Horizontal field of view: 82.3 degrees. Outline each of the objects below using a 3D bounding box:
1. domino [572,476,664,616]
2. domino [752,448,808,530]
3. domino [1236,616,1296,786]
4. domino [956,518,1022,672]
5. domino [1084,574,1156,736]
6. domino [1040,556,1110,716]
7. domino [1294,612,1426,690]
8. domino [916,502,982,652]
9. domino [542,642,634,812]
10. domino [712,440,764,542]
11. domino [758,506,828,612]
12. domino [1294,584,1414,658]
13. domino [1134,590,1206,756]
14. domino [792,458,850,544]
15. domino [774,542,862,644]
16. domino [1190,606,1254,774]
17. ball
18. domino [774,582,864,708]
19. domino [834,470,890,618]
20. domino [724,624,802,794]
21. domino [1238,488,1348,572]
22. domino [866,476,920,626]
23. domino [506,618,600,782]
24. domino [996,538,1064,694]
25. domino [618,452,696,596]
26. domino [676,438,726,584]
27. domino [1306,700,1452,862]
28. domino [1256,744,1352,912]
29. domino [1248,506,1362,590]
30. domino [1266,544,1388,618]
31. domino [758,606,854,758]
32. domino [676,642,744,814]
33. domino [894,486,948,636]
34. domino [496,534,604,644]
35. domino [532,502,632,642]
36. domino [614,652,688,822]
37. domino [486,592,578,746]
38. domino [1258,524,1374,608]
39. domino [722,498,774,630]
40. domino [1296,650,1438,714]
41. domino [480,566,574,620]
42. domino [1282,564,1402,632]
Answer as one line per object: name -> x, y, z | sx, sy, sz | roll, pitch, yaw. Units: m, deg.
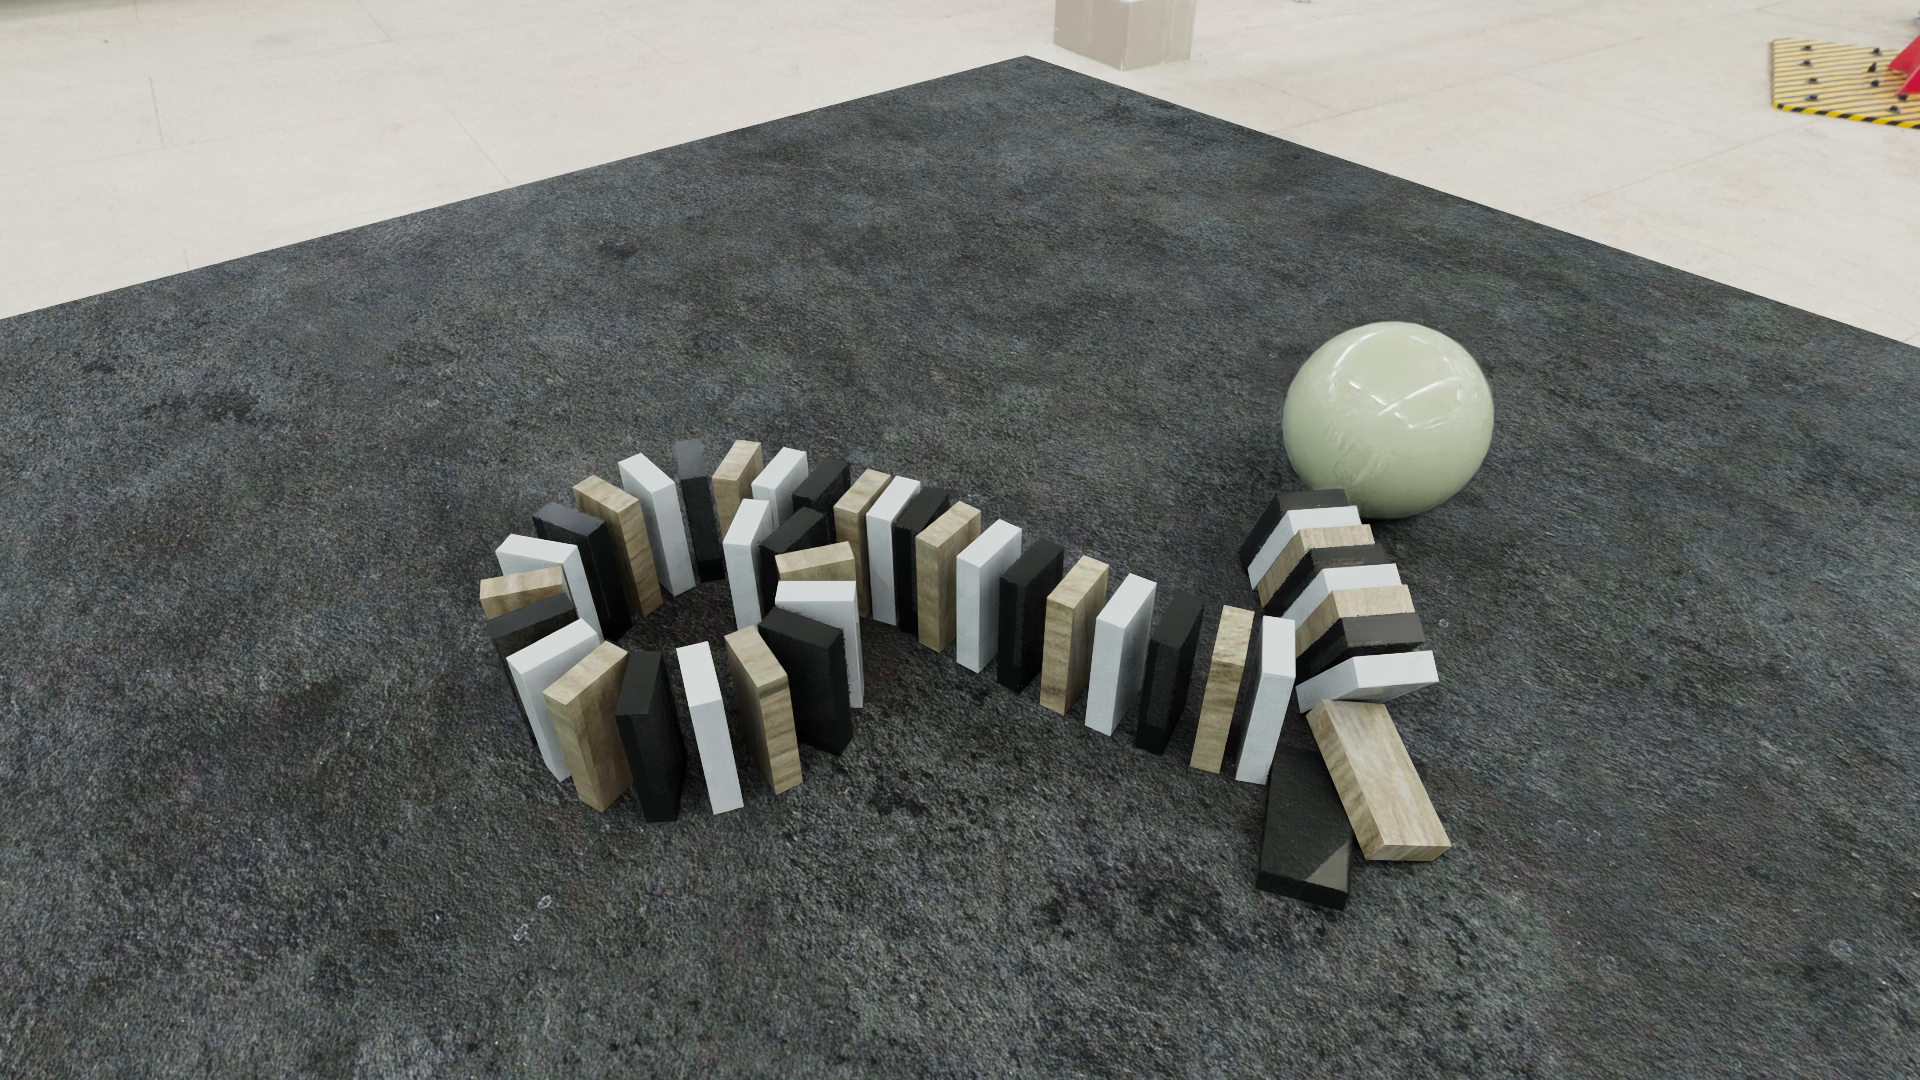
domino -> -0.126, 0.003, 0.408 | 0.025, 0.050, 0.009 | 25, 46, 28
domino -> -0.066, -0.007, 0.420 | 0.009, 0.050, 0.025 | 13, 41, 16
domino -> 0.097, 0.051, 0.349 | 0.010, 0.050, 0.025 | 8, 40, 10
domino -> 0.010, 0.020, 0.387 | 0.010, 0.050, 0.025 | 25, 45, 27
domino -> 0.053, 0.038, 0.365 | 0.010, 0.050, 0.025 | 21, 44, 24
domino -> 0.038, 0.033, 0.372 | 0.009, 0.050, 0.025 | 22, 44, 25
domino -> 0.131, 0.038, 0.366 | 0.025, 0.050, 0.009 | -4, 67, -5
domino -> -0.004, 0.014, 0.395 | 0.009, 0.050, 0.025 | 25, 46, 28
domino -> -0.110, 0.058, 0.340 | 0.010, 0.050, 0.025 | 21, 44, 24
domino -> -0.083, -0.010, 0.424 | 0.009, 0.050, 0.025 | 8, 40, 10
domino -> -0.057, 0.016, 0.392 | 0.009, 0.050, 0.025 | 20, 44, 23
domino -> 0.131, 0.030, 0.375 | 0.025, 0.050, 0.009 | -4, 65, -5
domino -> 0.068, 0.044, 0.358 | 0.009, 0.050, 0.025 | 18, 43, 21
domino -> -0.051, -0.003, 0.415 | 0.009, 0.050, 0.025 | 16, 42, 19
domino -> -0.048, 0.025, 0.381 | 0.025, 0.050, 0.009 | -11, 41, -13
domino -> 0.084, 0.048, 0.352 | 0.009, 0.050, 0.025 | 12, 41, 14
ball -> 0.172, -0.048, 0.447 | 0.080, 0.080, 0.080 | 0, 39, 0
domino -> -0.046, 0.036, 0.368 | 0.025, 0.050, 0.010 | 0, 39, 0
domino -> -0.035, 0.002, 0.410 | 0.010, 0.050, 0.025 | 17, 42, 19
domino -> -0.061, 0.054, 0.346 | 0.009, 0.050, 0.025 | -22, 44, -24
domino -> 0.125, -0.003, 0.415 | 0.025, 0.050, 0.009 | -4, 65, -5
domino -> -0.024, 0.004, 0.406 | 0.009, 0.050, 0.025 | 15, 42, 17
domino -> -0.124, 0.051, 0.349 | 0.025, 0.050, 0.009 | -31, 49, -32
domino -> 0.024, 0.027, 0.379 | 0.009, 0.050, 0.025 | 24, 45, 26
domino -> -0.115, -0.005, 0.418 | 0.010, 0.050, 0.025 | -29, 47, -31
domino -> -0.100, -0.011, 0.425 | 0.010, 0.050, 0.025 | -10, 40, -12
domino -> 0.129, 0.074, 0.341 | 0.025, 0.009, 0.050 | 7, 46, -21
domino -> 0.107, 0.087, 0.338 | 0.025, 0.009, 0.050 | 11, 41, 13
domino -> 0.127, 0.004, 0.407 | 0.025, 0.050, 0.009 | -4, 65, -5
domino -> 0.129, 0.017, 0.391 | 0.025, 0.050, 0.010 | -4, 65, -5
domino -> -0.049, 0.046, 0.355 | 0.025, 0.050, 0.010 | 17, 42, 19
domino -> -0.077, 0.059, 0.340 | 0.009, 0.050, 0.025 | -13, 41, -15
domino -> -0.013, 0.008, 0.401 | 0.009, 0.050, 0.025 | 15, 42, 18
domino -> -0.142, 0.022, 0.384 | 0.025, 0.050, 0.010 | 9, 40, 11
domino -> -0.136, 0.012, 0.397 | 0.025, 0.050, 0.010 | 18, 43, 21
domino -> -0.094, 0.061, 0.337 | 0.009, 0.050, 0.025 | -2, 39, -2
domino -> -0.134, 0.043, 0.359 | 0.025, 0.050, 0.010 | -22, 44, -25
domino -> 0.128, 0.010, 0.399 | 0.025, 0.050, 0.009 | -4, 65, -5
domino -> -0.074, 0.013, 0.396 | 0.010, 0.050, 0.025 | 5, 40, 6
domino -> 0.131, 0.047, 0.357 | 0.025, 0.050, 0.009 | -4, 73, -5
domino -> -0.142, 0.033, 0.371 | 0.025, 0.050, 0.009 | -11, 41, -13
domino -> 0.131, 0.024, 0.383 | 0.025, 0.050, 0.010 | -4, 65, -5
